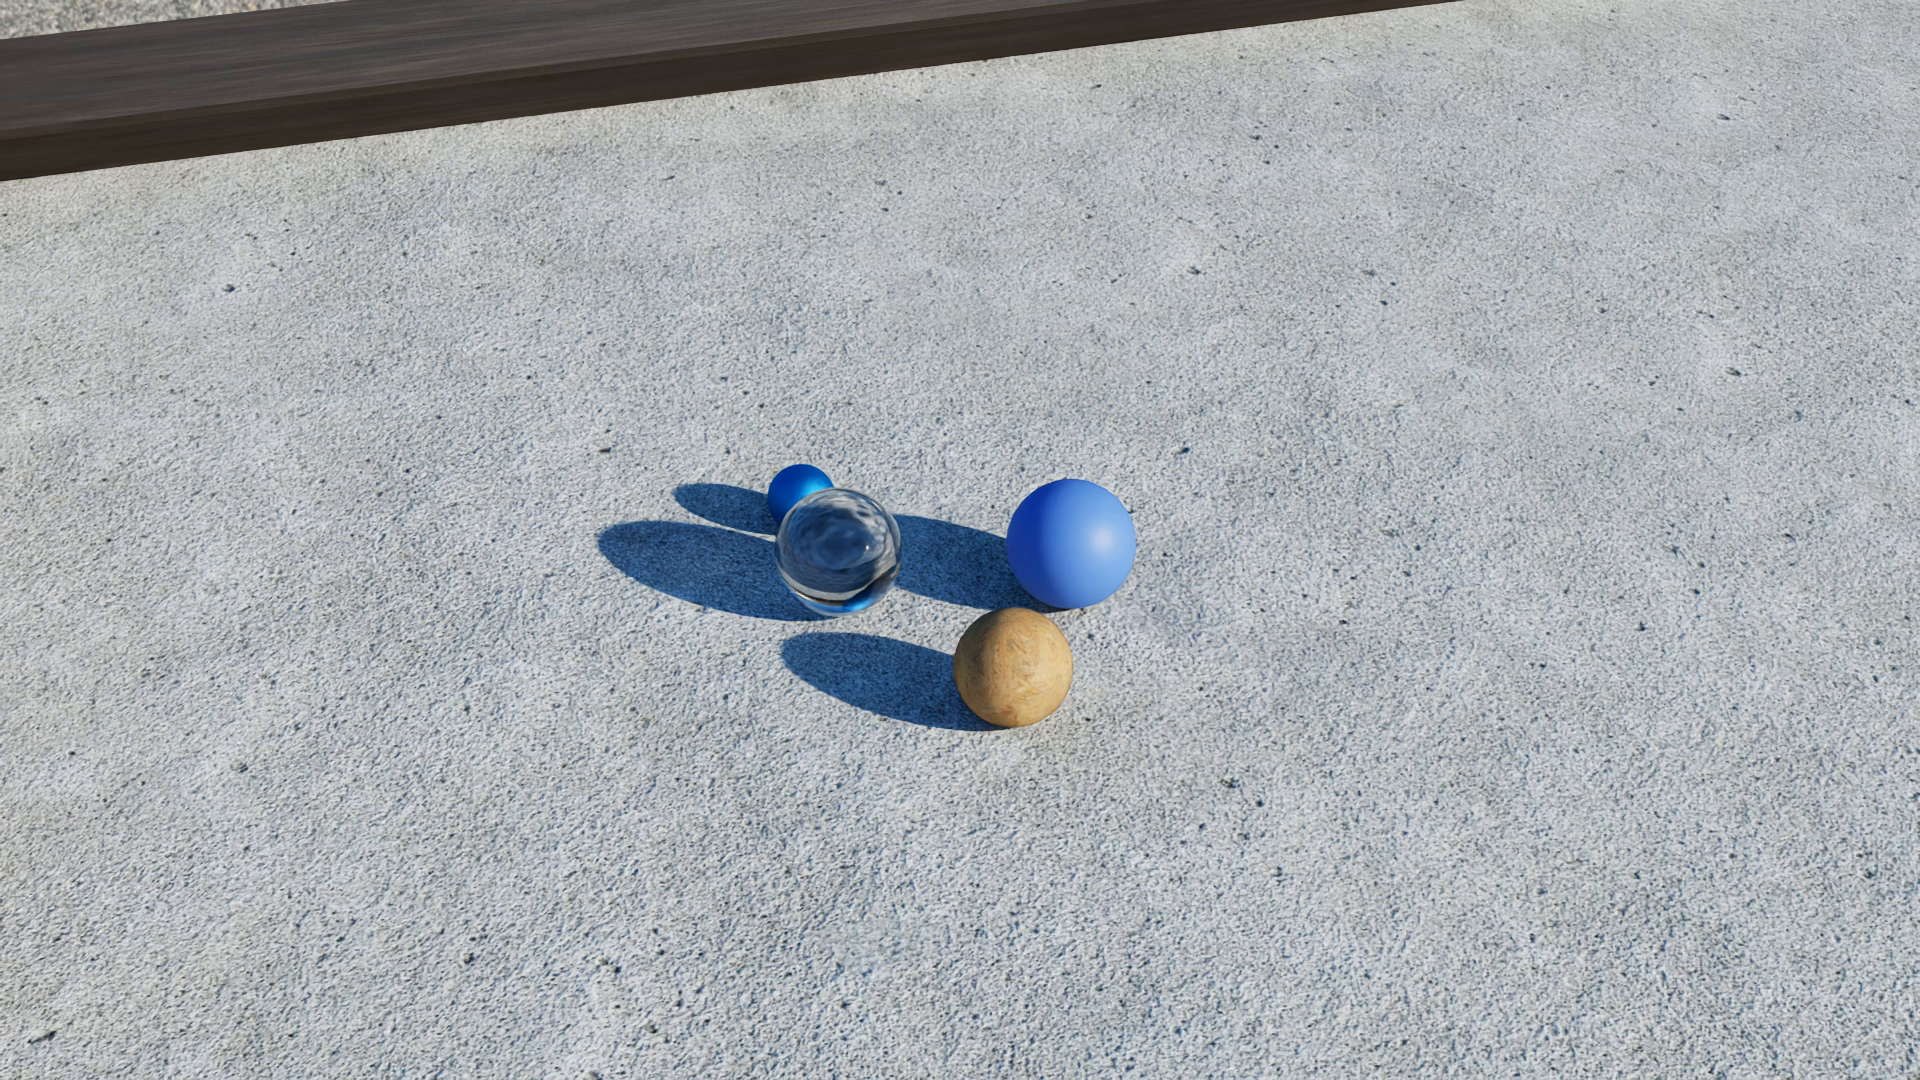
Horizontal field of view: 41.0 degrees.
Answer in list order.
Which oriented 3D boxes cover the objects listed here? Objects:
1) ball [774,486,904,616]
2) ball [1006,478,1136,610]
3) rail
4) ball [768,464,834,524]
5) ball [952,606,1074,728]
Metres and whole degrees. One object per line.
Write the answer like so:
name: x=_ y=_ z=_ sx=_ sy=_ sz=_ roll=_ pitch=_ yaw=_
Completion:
ball: x=-0.074 y=0.007 z=1.570 sx=0.079 sy=0.079 sz=0.079 roll=0 pitch=36 yaw=0
ball: x=0.068 y=0.002 z=1.576 sx=0.080 sy=0.080 sz=0.080 roll=0 pitch=36 yaw=0
rail: x=0.451 y=-0.525 z=2.279 sx=2.690 sy=0.117 sz=0.045 roll=-9 pitch=37 yaw=-13
ball: x=-0.102 y=-0.027 z=1.648 sx=0.044 sy=0.044 sz=0.044 roll=0 pitch=36 yaw=0
ball: x=0.031 y=0.074 z=1.485 sx=0.070 sy=0.070 sz=0.070 roll=0 pitch=36 yaw=0
